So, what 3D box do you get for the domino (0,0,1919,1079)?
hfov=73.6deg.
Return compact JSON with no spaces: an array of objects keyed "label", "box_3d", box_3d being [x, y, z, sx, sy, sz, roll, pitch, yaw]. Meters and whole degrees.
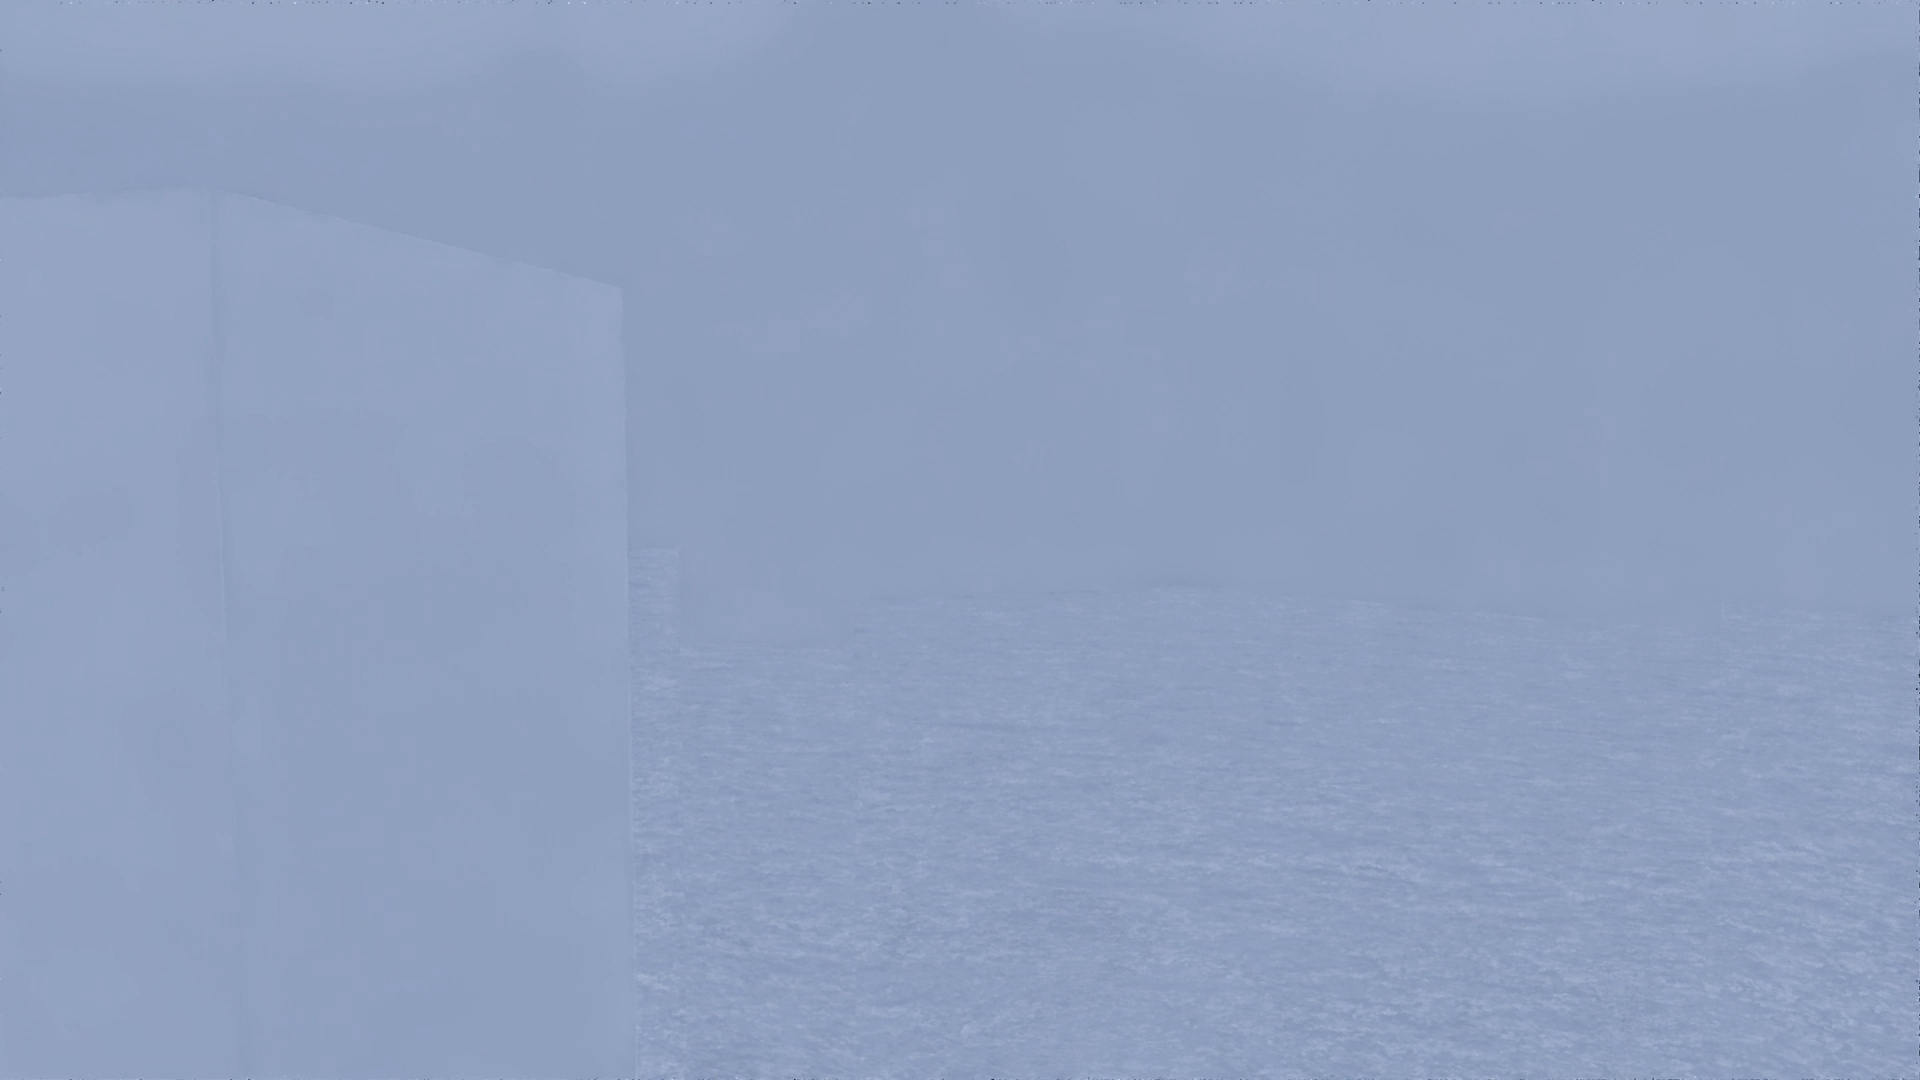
[{"label":"domino","box_3d":[0.011,0.017,0.005,0.025,0.050,0.010,1,4,10]}]
